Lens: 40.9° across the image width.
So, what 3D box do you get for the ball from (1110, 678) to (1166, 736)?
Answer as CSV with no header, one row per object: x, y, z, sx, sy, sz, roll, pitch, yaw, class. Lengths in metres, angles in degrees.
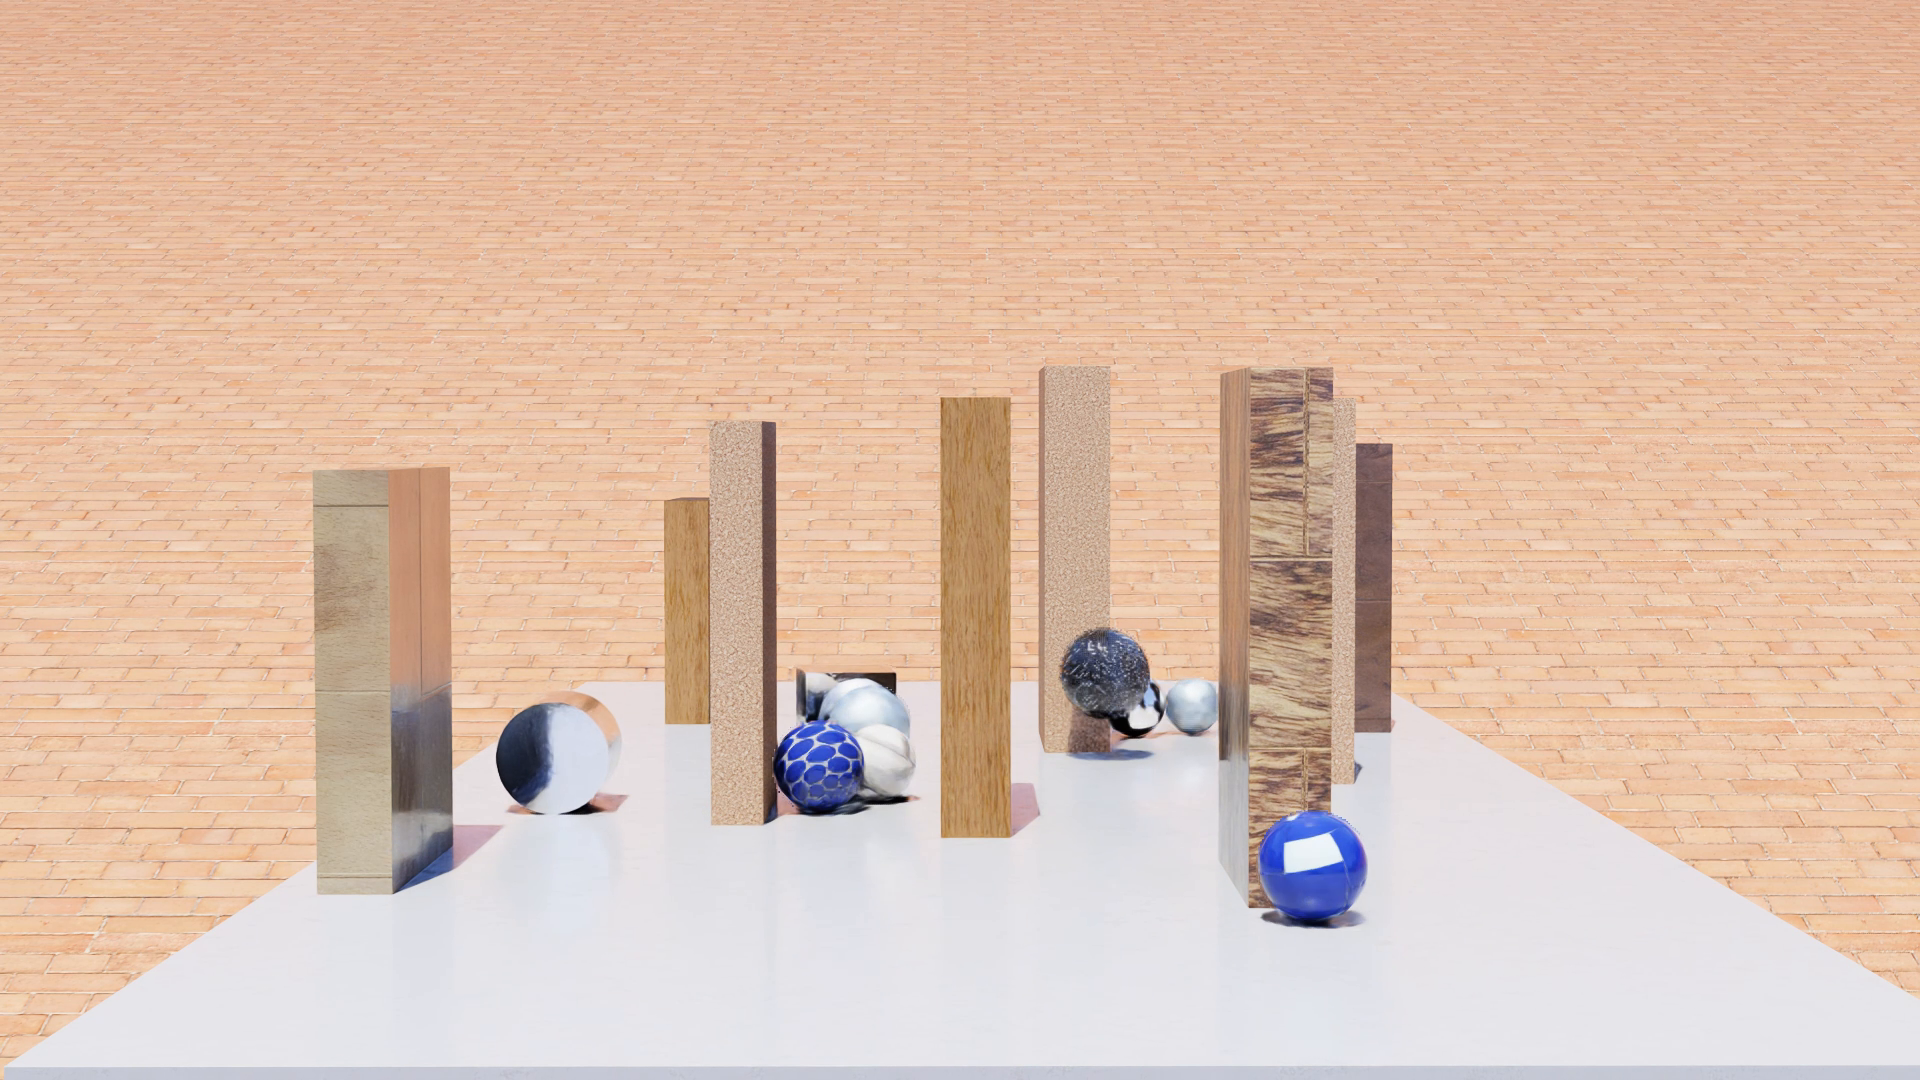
0.360,0.341,5.343,0.132,0.132,0.132,0,23,0,ball

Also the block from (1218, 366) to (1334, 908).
0.433,0.121,3.569,0.108,0.711,0.392,0,2,0,block

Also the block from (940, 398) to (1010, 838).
0.024,0.113,4.167,0.108,0.681,0.394,0,2,0,block

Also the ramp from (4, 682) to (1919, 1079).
0.054,0.489,4.541,2.000,0.100,4.000,0,2,0,ramp

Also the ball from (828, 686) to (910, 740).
-0.170,0.351,4.811,0.155,0.155,0.155,0,23,0,ball

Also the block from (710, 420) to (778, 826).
-0.356,0.127,4.262,0.083,0.646,0.326,0,2,0,block

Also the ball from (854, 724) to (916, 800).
-0.139,0.380,4.393,0.130,0.130,0.130,0,23,0,ball

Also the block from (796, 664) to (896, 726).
-0.220,0.335,4.969,0.174,0.174,0.174,0,2,-9,block

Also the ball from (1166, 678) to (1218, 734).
0.487,0.347,5.386,0.117,0.117,0.117,0,23,0,ball

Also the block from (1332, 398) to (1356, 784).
0.659,0.087,4.725,0.088,0.689,0.287,0,2,0,block

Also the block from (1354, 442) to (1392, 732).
0.834,0.095,5.539,0.139,0.607,0.303,0,2,0,block

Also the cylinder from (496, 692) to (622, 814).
-0.671,0.355,4.326,0.186,0.186,0.186,0,2,-1,cylinder

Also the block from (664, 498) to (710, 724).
-0.591,0.150,5.740,0.095,0.483,0.365,0,2,0,block

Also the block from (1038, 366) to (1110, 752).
0.230,0.032,5.234,0.128,0.759,0.382,0,2,0,block

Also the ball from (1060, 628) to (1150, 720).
0.280,0.258,4.965,0.175,0.175,0.175,0,23,0,ball

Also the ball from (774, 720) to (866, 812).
-0.232,0.374,4.267,0.151,0.151,0.151,0,23,0,ball

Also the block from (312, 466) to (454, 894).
-0.822,0.185,3.693,0.102,0.576,0.424,0,2,0,block

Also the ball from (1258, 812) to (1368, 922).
0.452,0.418,3.296,0.140,0.140,0.140,0,23,0,ball
